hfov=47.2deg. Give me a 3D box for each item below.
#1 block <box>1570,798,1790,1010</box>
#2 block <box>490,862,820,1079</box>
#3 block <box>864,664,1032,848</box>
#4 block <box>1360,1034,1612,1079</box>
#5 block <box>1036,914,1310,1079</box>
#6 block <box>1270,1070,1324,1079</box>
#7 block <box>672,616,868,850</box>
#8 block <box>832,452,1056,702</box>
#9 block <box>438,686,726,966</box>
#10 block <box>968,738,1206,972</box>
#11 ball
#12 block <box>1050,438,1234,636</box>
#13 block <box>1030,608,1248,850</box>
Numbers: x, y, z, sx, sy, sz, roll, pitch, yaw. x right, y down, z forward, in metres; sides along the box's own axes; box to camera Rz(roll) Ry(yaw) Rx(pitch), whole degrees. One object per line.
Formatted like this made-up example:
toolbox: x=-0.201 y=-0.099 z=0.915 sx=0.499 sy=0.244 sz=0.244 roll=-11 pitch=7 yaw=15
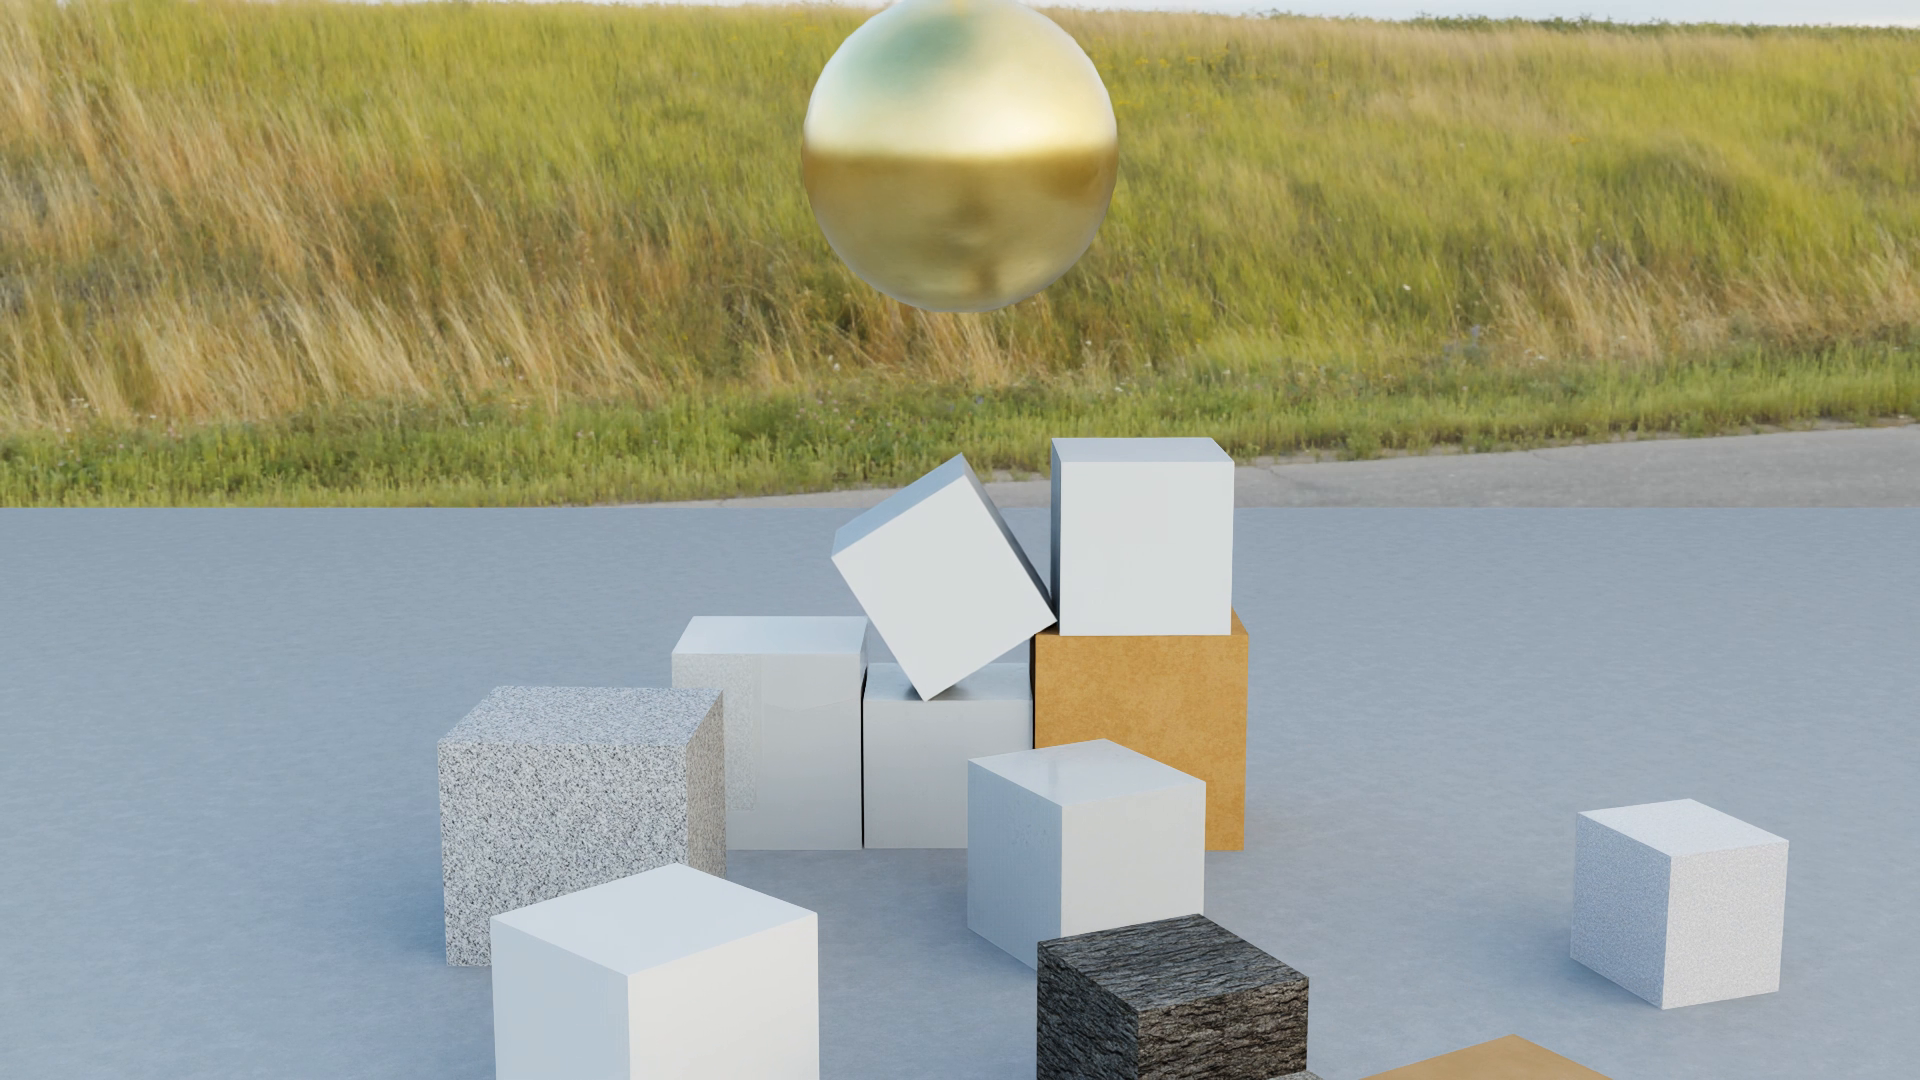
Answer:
block: x=3.040 y=1.529 z=9.328 sx=0.585 sy=0.654 sz=0.630 roll=-4 pitch=11 yaw=-20
block: x=-1.066 y=1.722 z=7.733 sx=0.783 sy=0.845 sz=0.822 roll=10 pitch=14 yaw=43
block: x=-0.059 y=1.102 z=11.375 sx=0.842 sy=0.763 sz=0.801 roll=0 pitch=10 yaw=0
block: x=1.639 y=1.999 z=6.460 sx=0.663 sy=0.754 sz=0.723 roll=-6 pitch=12 yaw=-31
block: x=0.740 y=1.802 z=7.791 sx=0.679 sy=0.667 sz=0.713 roll=-5 pitch=11 yaw=-26
block: x=0.816 y=2.057 z=5.498 sx=0.839 sy=0.986 sz=1.019 roll=-5 pitch=12 yaw=-27
block: x=-0.956 y=0.979 z=11.358 sx=0.930 sy=1.010 sz=0.860 roll=0 pitch=10 yaw=0
block: x=-0.084 y=0.173 z=11.168 sx=0.771 sy=0.859 sz=0.779 roll=-32 pitch=9 yaw=4
block: x=-1.656 y=1.262 z=9.841 sx=1.060 sy=0.995 sz=0.977 roll=1 pitch=10 yaw=3
block: x=0.546 y=1.395 z=9.696 sx=0.726 sy=0.785 sz=0.803 roll=-6 pitch=12 yaw=-29
ball: x=0.000 y=-1.943 z=11.062 sx=1.600 sy=1.600 sz=1.600 roll=0 pitch=10 yaw=0
block: x=0.904 y=-0.034 z=11.163 sx=0.840 sy=0.860 sz=0.886 roll=0 pitch=10 yaw=-1
block: x=0.896 y=0.932 z=11.350 sx=1.048 sy=1.106 sz=0.889 roll=0 pitch=10 yaw=0
